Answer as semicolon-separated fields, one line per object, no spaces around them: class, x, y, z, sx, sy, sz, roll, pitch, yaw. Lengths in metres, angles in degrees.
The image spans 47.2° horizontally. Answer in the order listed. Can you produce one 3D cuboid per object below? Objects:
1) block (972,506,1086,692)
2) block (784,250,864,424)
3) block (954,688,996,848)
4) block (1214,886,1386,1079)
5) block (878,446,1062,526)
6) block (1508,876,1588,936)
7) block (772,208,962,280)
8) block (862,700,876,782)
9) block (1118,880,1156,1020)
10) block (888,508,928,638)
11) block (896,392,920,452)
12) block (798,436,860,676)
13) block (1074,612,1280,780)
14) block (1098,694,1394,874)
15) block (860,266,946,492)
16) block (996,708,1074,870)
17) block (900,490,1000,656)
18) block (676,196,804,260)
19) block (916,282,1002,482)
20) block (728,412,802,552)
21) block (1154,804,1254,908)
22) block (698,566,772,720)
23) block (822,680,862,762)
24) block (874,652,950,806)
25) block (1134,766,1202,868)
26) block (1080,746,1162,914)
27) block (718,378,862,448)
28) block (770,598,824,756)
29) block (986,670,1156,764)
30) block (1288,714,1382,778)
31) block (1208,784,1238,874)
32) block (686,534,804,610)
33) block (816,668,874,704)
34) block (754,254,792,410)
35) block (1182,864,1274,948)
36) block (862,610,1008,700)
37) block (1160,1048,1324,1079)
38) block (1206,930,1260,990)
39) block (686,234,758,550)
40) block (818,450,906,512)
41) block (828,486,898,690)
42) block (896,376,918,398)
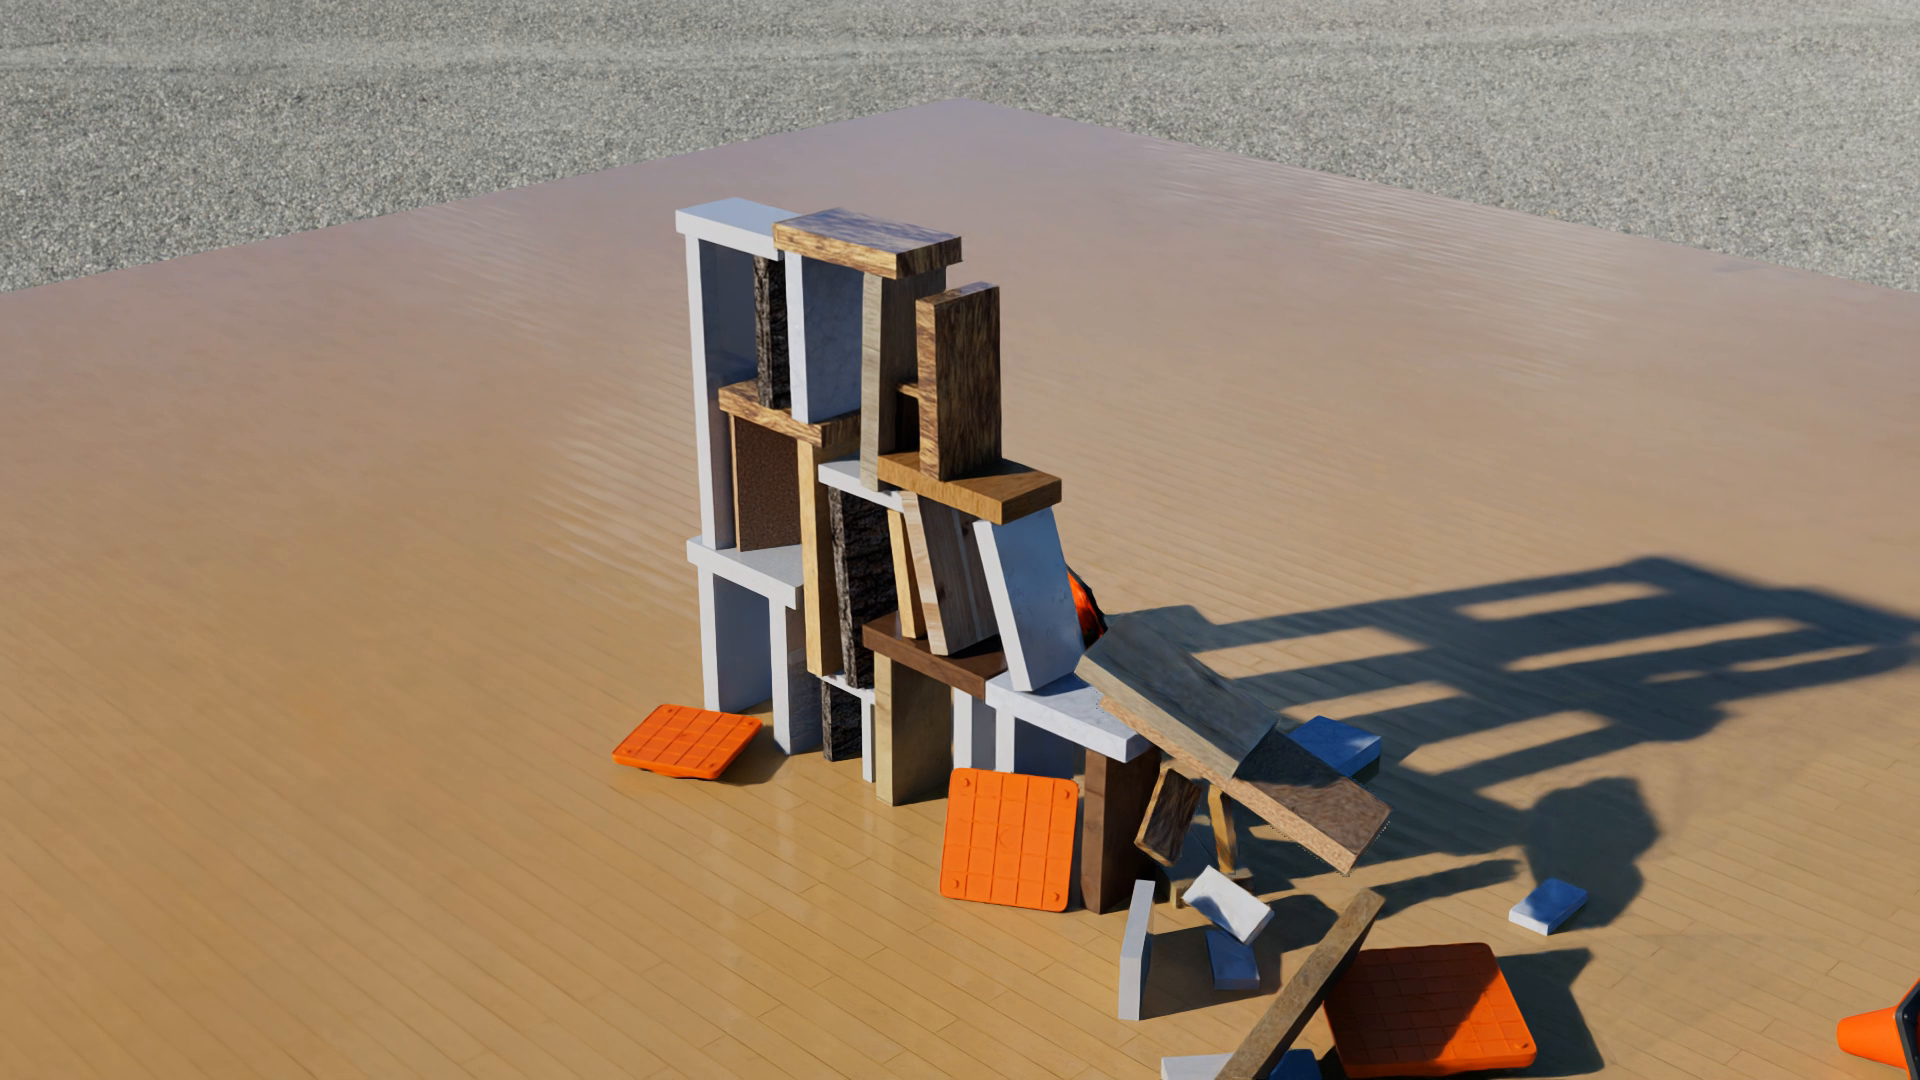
block;0.135;0.102;4.118;0.163;0.328;0.046;-22;12;-42
block;-0.256;-0.415;4.326;0.171;0.342;0.048;-21;29;-40
block;0.064;0.421;4.337;0.168;0.337;0.048;-21;31;-41
block;0.538;0.780;3.603;0.044;0.156;0.589;31;37;18
block;0.016;-0.116;4.153;0.327;0.046;0.163;21;31;40
block;1.102;0.685;4.118;0.078;0.022;0.157;19;30;38
block;-0.178;-0.566;4.176;0.342;0.048;0.171;20;30;41
block;-0.160;0.403;4.573;0.093;0.186;0.026;-21;31;-40
block;0.314;0.723;3.894;0.036;0.126;0.253;4;23;9
block;-0.068;0.050;4.325;0.129;0.258;0.037;-21;22;-40
block;-0.094;-0.235;4.215;0.017;0.121;0.060;24;33;39
block;-0.247;0.019;4.515;0.161;0.512;0.046;-21;29;-40
block;0.392;0.278;3.960;0.338;0.048;0.169;35;41;15
block;0.514;0.390;3.962;0.531;0.048;0.169;34;39;16
block;-0.109;-0.318;4.209;0.048;0.433;0.171;24;33;39
block;0.145;0.454;4.261;0.168;0.336;0.048;-21;31;-41
block;-0.012;0.042;4.259;0.163;0.327;0.046;-22;16;-41
block;-0.409;-0.625;4.403;0.312;0.044;0.156;21;31;40
block;0.000;-0.295;4.079;0.048;0.338;0.169;19;30;41
block;-0.400;-0.142;4.651;0.161;0.321;0.046;-8;24;-19
block;0.436;0.605;4.277;0.156;0.044;0.312;-6;24;-15
block;-0.483;0.201;4.835;0.050;0.354;0.177;21;31;41
block;-0.247;0.368;4.655;0.093;0.186;0.026;-21;31;-40
block;-0.095;0.359;4.483;0.048;0.337;0.168;22;31;40
block;0.372;0.494;3.924;0.023;0.080;0.159;-28;31;53
block;0.301;0.516;4.113;0.048;0.336;0.168;20;30;38
block;-0.327;-0.268;4.476;0.161;0.046;0.321;-21;31;-40
block;-0.317;0.266;4.682;0.050;0.354;0.177;21;31;41
block;0.229;0.310;4.106;0.336;0.048;0.168;20;30;38
block;0.733;0.464;4.610;0.156;0.044;0.312;19;29;37
block;0.477;0.514;3.987;0.023;0.159;0.080;-5;23;16
block;-0.400;0.047;4.679;0.354;0.050;0.177;21;31;41
block;-0.203;0.287;4.573;0.093;0.026;0.186;-21;31;-40
block;-0.334;-0.431;4.403;0.156;0.312;0.044;-21;31;-40
block;0.490;0.669;4.022;0.080;0.023;0.159;-48;47;-11
block;-0.015;0.213;4.334;0.337;0.048;0.168;21;31;41
block;0.466;0.894;3.607;0.253;0.036;0.126;-2;23;-5
block;0.489;0.754;3.955;0.078;0.022;0.157;0;23;0
block;-0.480;-0.319;4.608;0.156;0.679;0.044;-20;29;-39
block;-0.144;-0.117;4.339;0.258;0.037;0.129;21;31;40
block;-0.191;0.081;4.473;0.129;0.430;0.037;-21;26;-41
block;-0.057;-0.283;4.150;0.121;0.017;0.060;21;31;40
